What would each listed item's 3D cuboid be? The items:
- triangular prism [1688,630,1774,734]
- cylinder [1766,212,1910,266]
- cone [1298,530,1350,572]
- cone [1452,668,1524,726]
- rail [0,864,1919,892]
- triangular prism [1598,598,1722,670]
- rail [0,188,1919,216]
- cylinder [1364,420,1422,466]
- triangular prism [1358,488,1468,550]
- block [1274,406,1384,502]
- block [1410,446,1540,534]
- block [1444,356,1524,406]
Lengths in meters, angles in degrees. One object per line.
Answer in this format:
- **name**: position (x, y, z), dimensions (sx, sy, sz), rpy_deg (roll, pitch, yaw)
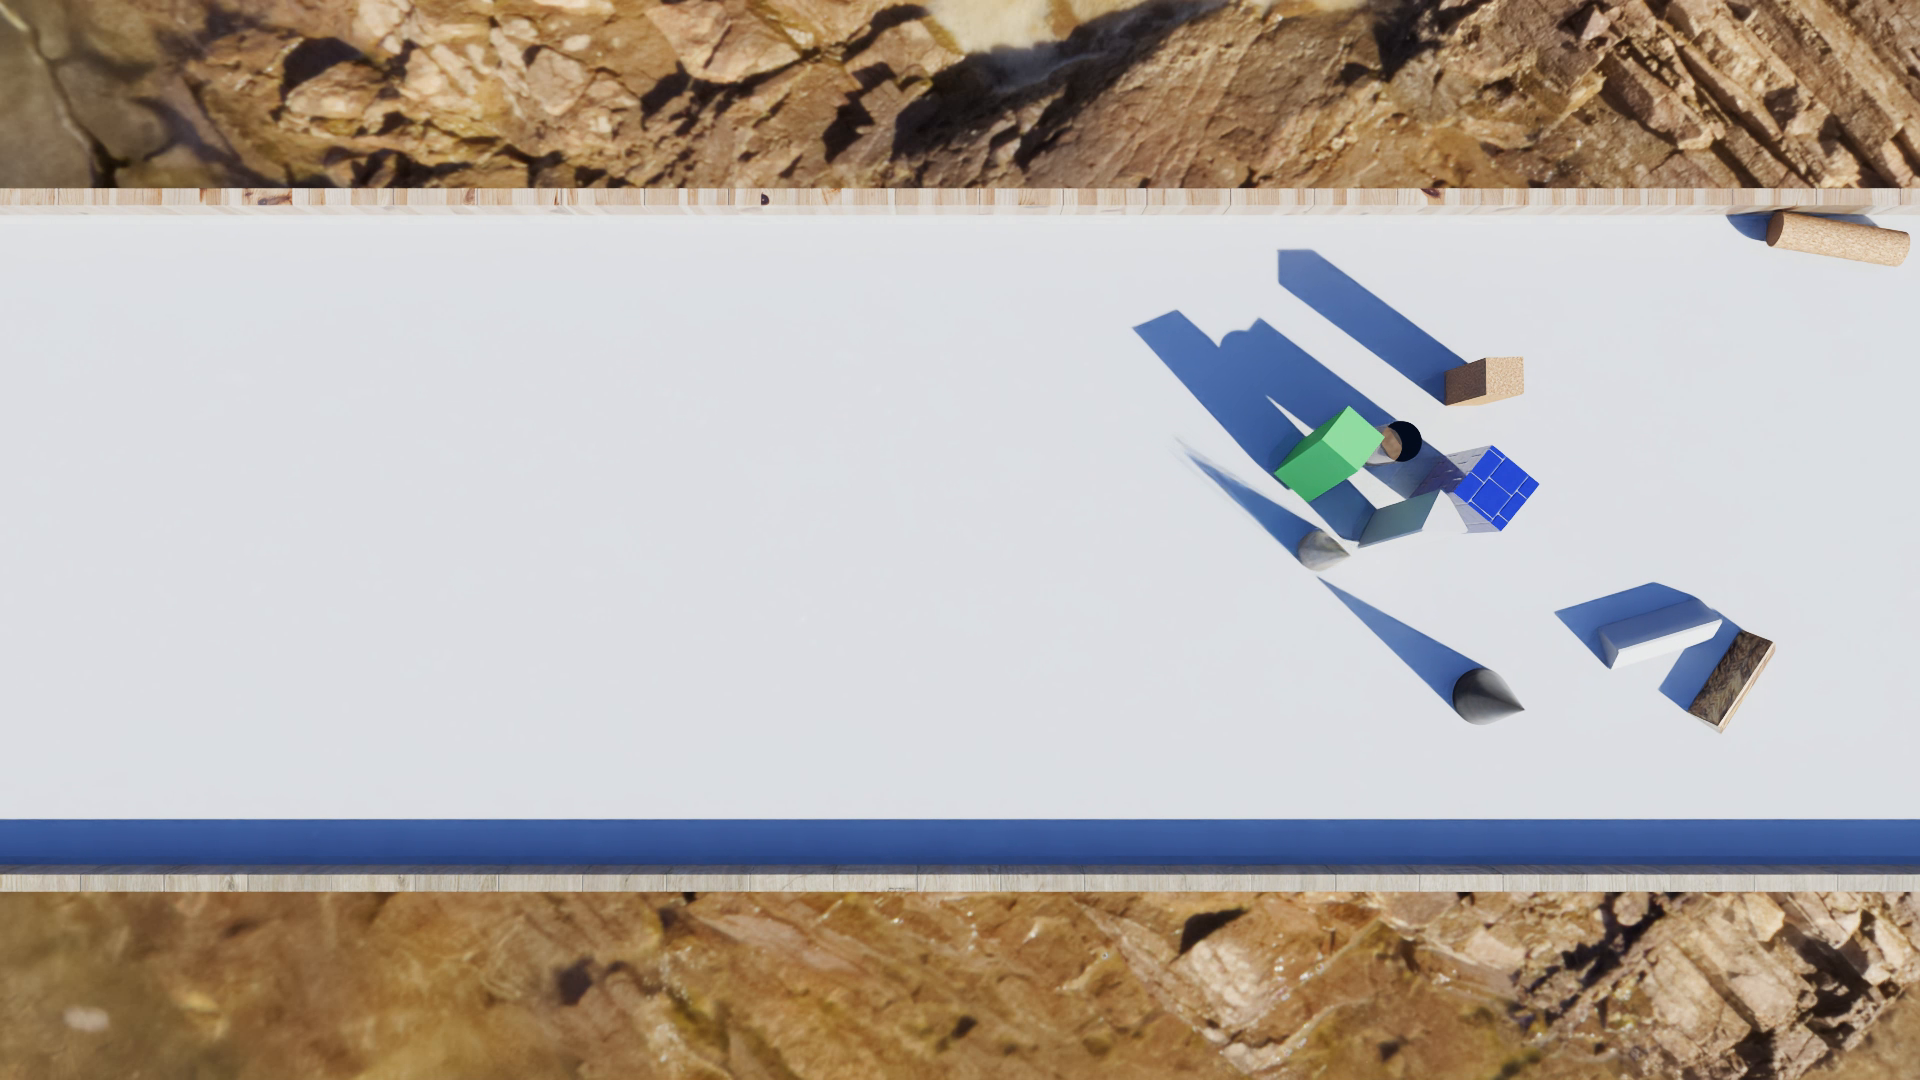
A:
- **triangular prism**: position (2.371, 0.436, 5.021), dimensions (0.121, 0.104, 0.305), rpy_deg (33, 90, 0)
- **cylinder**: position (2.672, -0.916, 5.023), dimensions (0.386, 0.108, 0.108), rpy_deg (9, 90, 0)
- **cone**: position (1.111, 0.039, 4.898), dimensions (0.126, 0.350, 0.126), rpy_deg (0, 92, -3)
- **cone**: position (1.604, 0.482, 4.877), dimensions (0.176, 0.400, 0.176), rpy_deg (0, 90, 0)
- **rail**: position (-2.247, 1.025, 5.001), dimensions (12.000, 0.150, 0.050), rpy_deg (0, 90, 0)
- **triangular prism**: position (2.135, 0.289, 5.016), dimensions (0.323, 0.115, 0.133), rpy_deg (-17, 90, 0)
- **rail**: position (-2.247, -1.025, 5.002), dimensions (12.000, 0.150, 0.050), rpy_deg (0, 90, 0)
- **cylinder**: position (1.273, -0.284, 4.916), dimensions (0.119, 0.321, 0.119), rpy_deg (0, 90, 0)
- **triangular prism**: position (1.328, -0.061, 4.874), dimensions (0.140, 0.401, 0.122), rpy_deg (1, 82, -13)
- **block**: position (1.088, -0.249, 4.883), dimensions (0.138, 0.362, 0.138), rpy_deg (41, 72, 0)
- **block**: position (1.505, -0.143, 4.853), dimensions (0.174, 0.443, 0.174), rpy_deg (40, 89, 0)
- **block**: position (1.546, -0.466, 4.878), dimensions (0.106, 0.397, 0.106), rpy_deg (-1, 90, 0)
